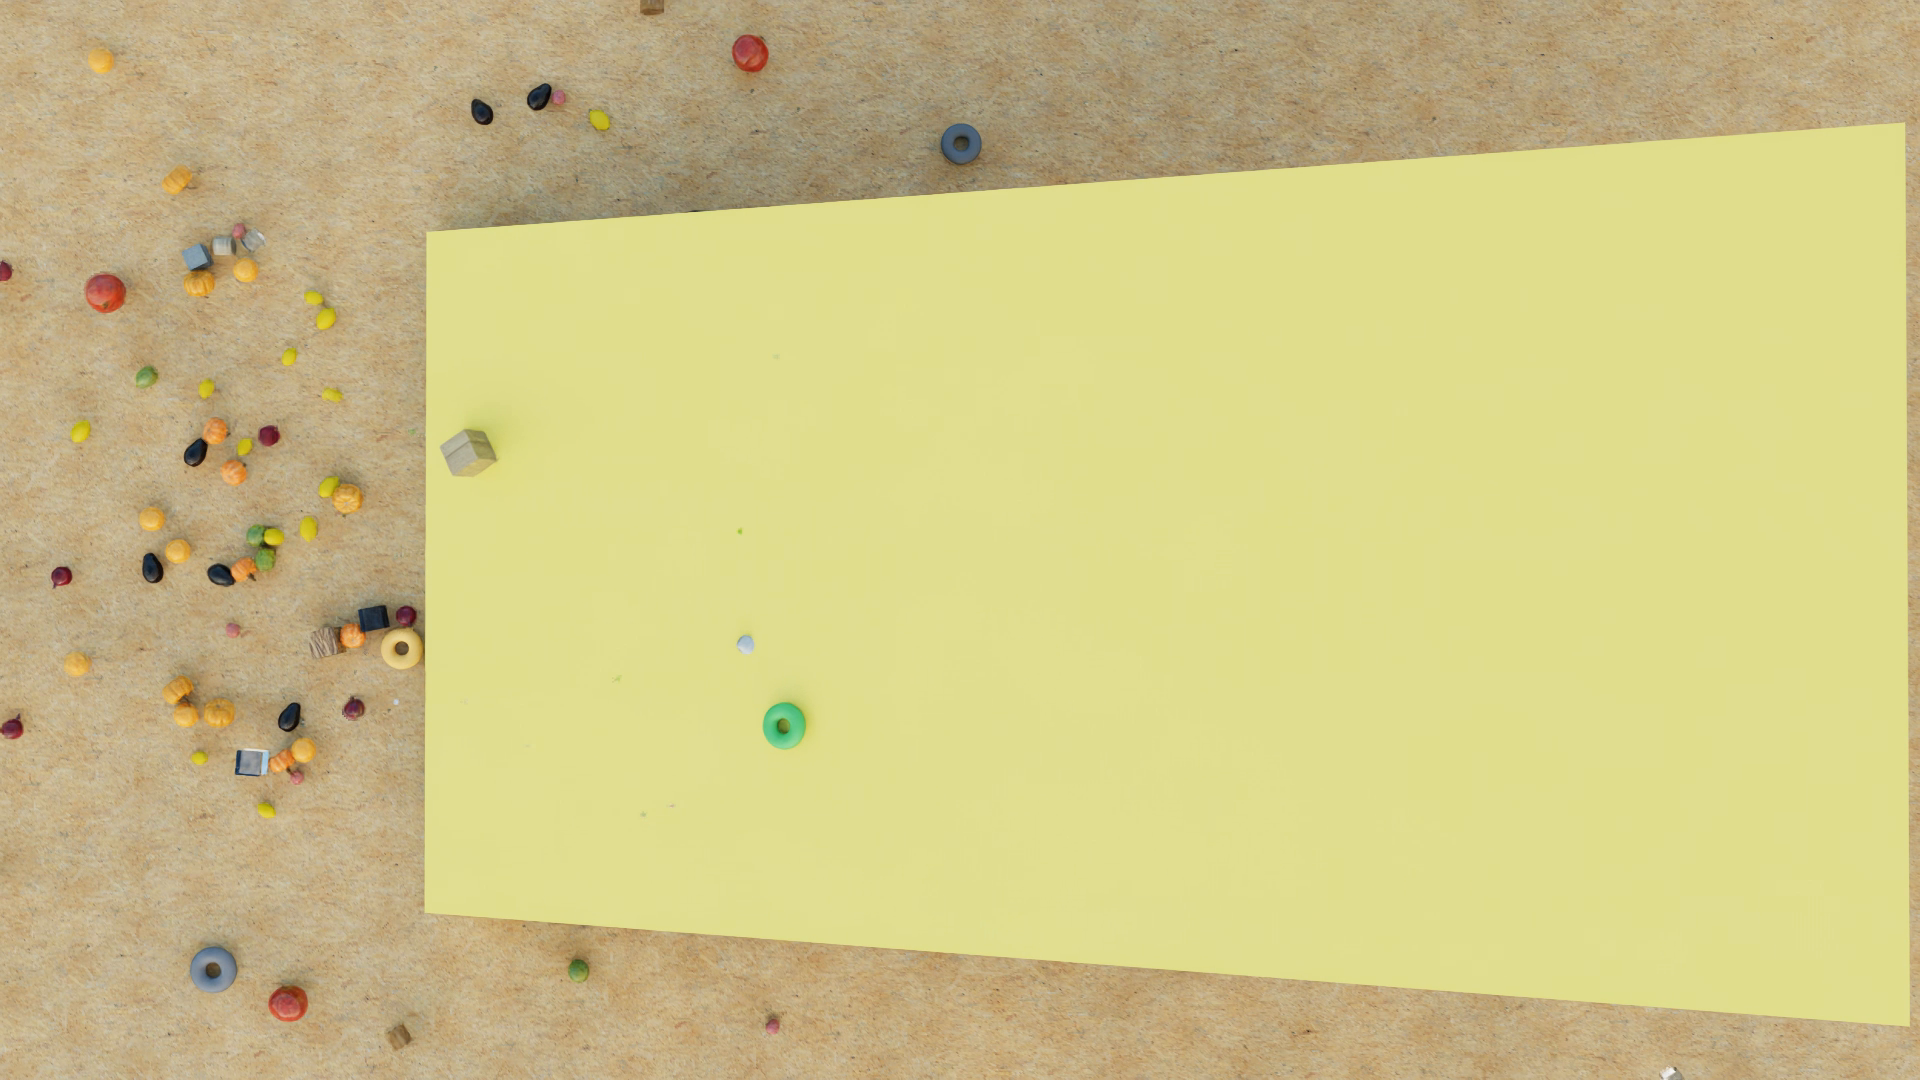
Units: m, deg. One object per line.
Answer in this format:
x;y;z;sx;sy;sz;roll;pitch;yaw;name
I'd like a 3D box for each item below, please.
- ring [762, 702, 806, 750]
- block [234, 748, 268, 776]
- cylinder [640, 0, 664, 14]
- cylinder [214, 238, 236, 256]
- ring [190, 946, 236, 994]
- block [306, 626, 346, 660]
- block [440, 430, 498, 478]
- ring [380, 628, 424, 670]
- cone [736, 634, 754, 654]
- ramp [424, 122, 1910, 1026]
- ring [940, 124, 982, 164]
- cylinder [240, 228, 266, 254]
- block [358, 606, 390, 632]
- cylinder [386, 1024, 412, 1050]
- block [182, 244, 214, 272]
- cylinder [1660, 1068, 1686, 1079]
-0.477;0.504;5.959;0.128;0.043;0.128;-1;88;24;ring
-2.097;0.659;6.513;0.072;0.072;0.072;5;89;0;block
-0.916;-1.606;6.540;0.070;0.070;0.070;-4;89;0;cylinder
-2.187;-0.872;6.541;0.052;0.052;0.052;0;89;0;cylinder
-2.212;1.275;6.518;0.139;0.046;0.139;0;91;0;ring
-1.876;0.304;6.513;0.080;0.080;0.080;-14;89;0;block
-1.418;-0.250;6.347;0.099;0.099;0.099;-31;78;20;block
-1.658;0.321;6.532;0.126;0.042;0.126;0;90;-1;ring
-0.598;0.287;6.008;0.054;0.054;0.054;0;89;24;cone
0.283;0.084;5.711;4.000;0.100;2.000;0;89;24;ramp
0.004;-1.180;6.551;0.123;0.041;0.123;0;90;-1;ring
-2.102;-0.891;6.540;0.054;0.054;0.054;-39;89;5;cylinder
-1.737;0.233;6.520;0.067;0.067;0.067;-10;89;0;block
-1.659;1.472;6.510;0.058;0.058;0.058;-33;89;0;cylinder
-2.265;-0.838;6.536;0.060;0.060;0.060;-26;89;0;block
2.116;1.601;6.509;0.057;0.057;0.057;-39;89;0;cylinder
